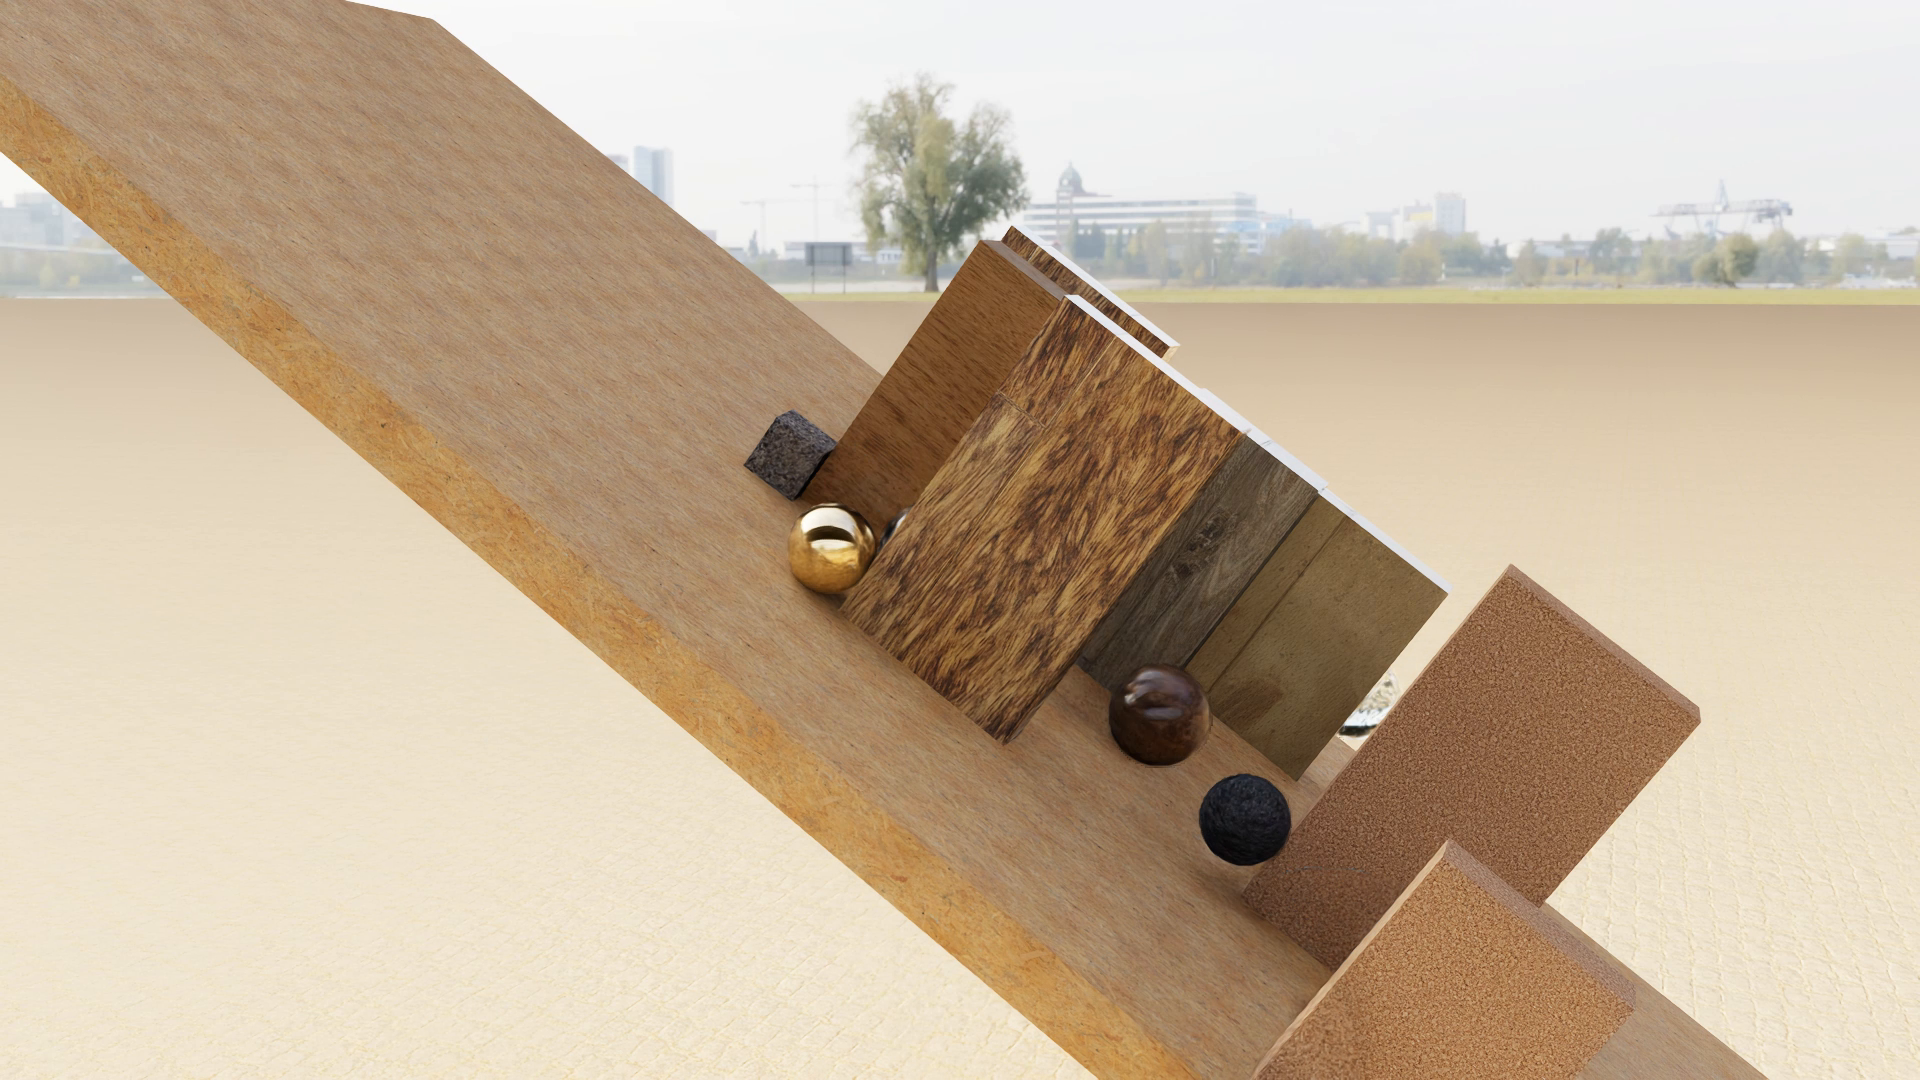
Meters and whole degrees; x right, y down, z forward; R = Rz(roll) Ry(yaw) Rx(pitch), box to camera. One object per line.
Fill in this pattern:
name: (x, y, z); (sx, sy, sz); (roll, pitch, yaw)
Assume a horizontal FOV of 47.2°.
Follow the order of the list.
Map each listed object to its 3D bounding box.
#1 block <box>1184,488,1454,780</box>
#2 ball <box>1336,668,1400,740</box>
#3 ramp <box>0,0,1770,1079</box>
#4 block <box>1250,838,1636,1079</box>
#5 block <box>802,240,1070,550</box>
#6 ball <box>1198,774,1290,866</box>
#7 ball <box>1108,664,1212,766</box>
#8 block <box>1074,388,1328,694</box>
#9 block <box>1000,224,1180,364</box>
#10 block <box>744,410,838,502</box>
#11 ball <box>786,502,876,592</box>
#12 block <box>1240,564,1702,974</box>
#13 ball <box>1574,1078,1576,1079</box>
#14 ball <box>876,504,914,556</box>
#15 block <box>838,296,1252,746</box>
block: (0.656, 0.150, 4.421); (0.445, 0.486, 0.112); (39, 16, 9)
ball: (0.884, 0.350, 4.903); (0.193, 0.193, 0.193); (0, 7, 0)
ramp: (-0.062, 0.124, 4.069); (4.000, 0.100, 2.000); (39, 16, 9)
block: (0.652, 0.677, 2.992); (0.312, 0.431, 0.104); (39, 16, 9)
block: (-0.011, -0.230, 3.953); (0.254, 0.573, 0.124); (39, 16, 9)
ball: (0.467, 0.459, 3.610); (0.150, 0.150, 0.150); (0, 7, 0)
ball: (0.353, 0.309, 3.889); (0.181, 0.181, 0.181); (0, 7, 0)
block: (0.403, 0.023, 4.147); (0.294, 0.544, 0.142); (39, 16, 9)
block: (0.149, -0.349, 4.767); (0.430, 0.502, 0.110); (39, 16, 9)
block: (-0.303, -0.154, 3.976); (0.109, 0.109, 0.109); (37, 16, 3)
ball: (-0.212, 0.012, 3.617); (0.148, 0.148, 0.148); (0, 7, 0)
block: (0.822, 0.429, 3.575); (0.372, 0.695, 0.124); (39, 16, 9)
ball: (0.869, 0.889, 3.272); (0.197, 0.197, 0.197); (0, 7, 0)
ball: (-0.048, 0.029, 3.828); (0.194, 0.194, 0.194); (0, 7, 0)
block: (0.130, -0.029, 3.542); (0.353, 0.641, 0.088); (39, 16, 9)
